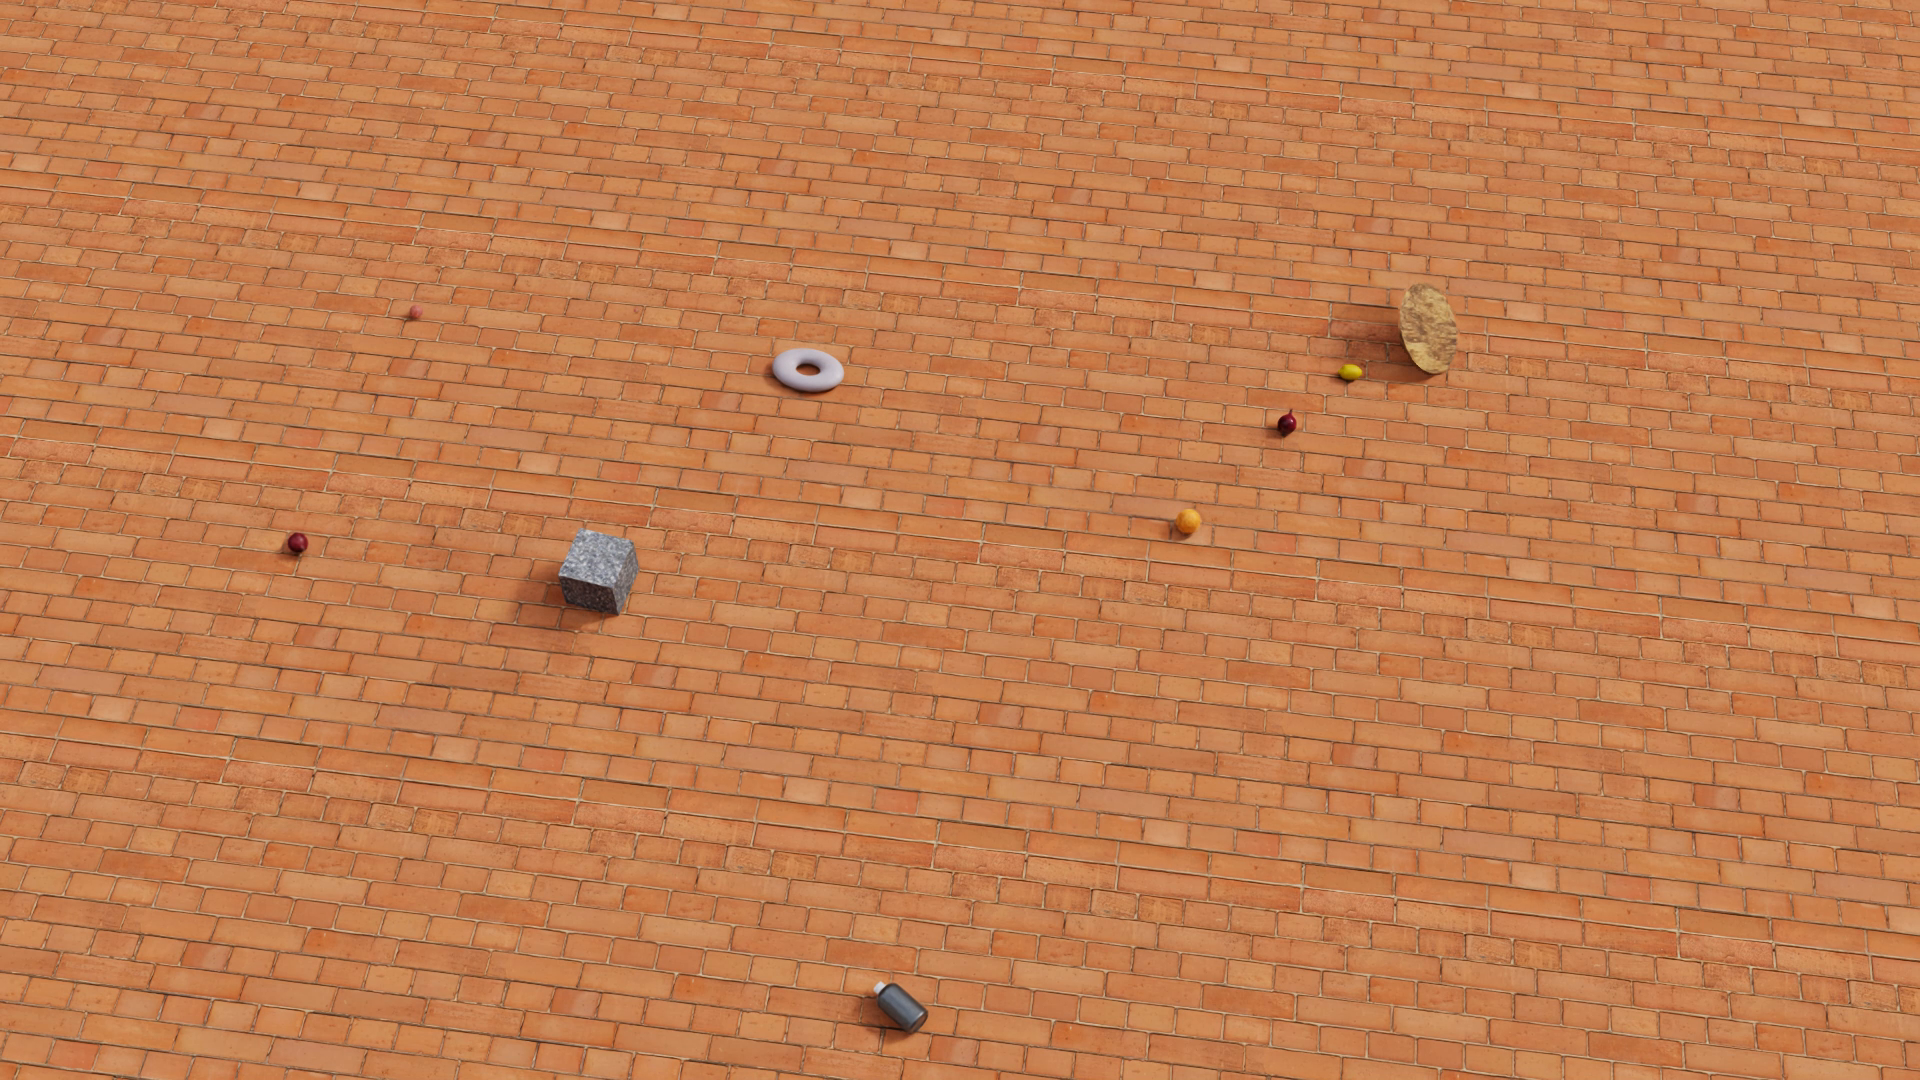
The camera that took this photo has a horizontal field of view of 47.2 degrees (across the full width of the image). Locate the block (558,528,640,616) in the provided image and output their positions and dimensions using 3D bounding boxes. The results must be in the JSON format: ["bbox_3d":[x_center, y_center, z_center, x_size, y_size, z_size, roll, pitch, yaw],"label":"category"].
[{"bbox_3d":[-1.053,0.093,6.420,0.167,0.151,0.170,13,57,9],"label":"block"}]

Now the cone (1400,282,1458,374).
[{"bbox_3d":[1.438,-0.658,6.960,0.262,0.122,0.294,8,76,-35],"label":"cone"}]

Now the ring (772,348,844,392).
[{"bbox_3d":[-0.477,-0.534,6.906,0.233,0.044,0.158,12,58,9],"label":"ring"}]
